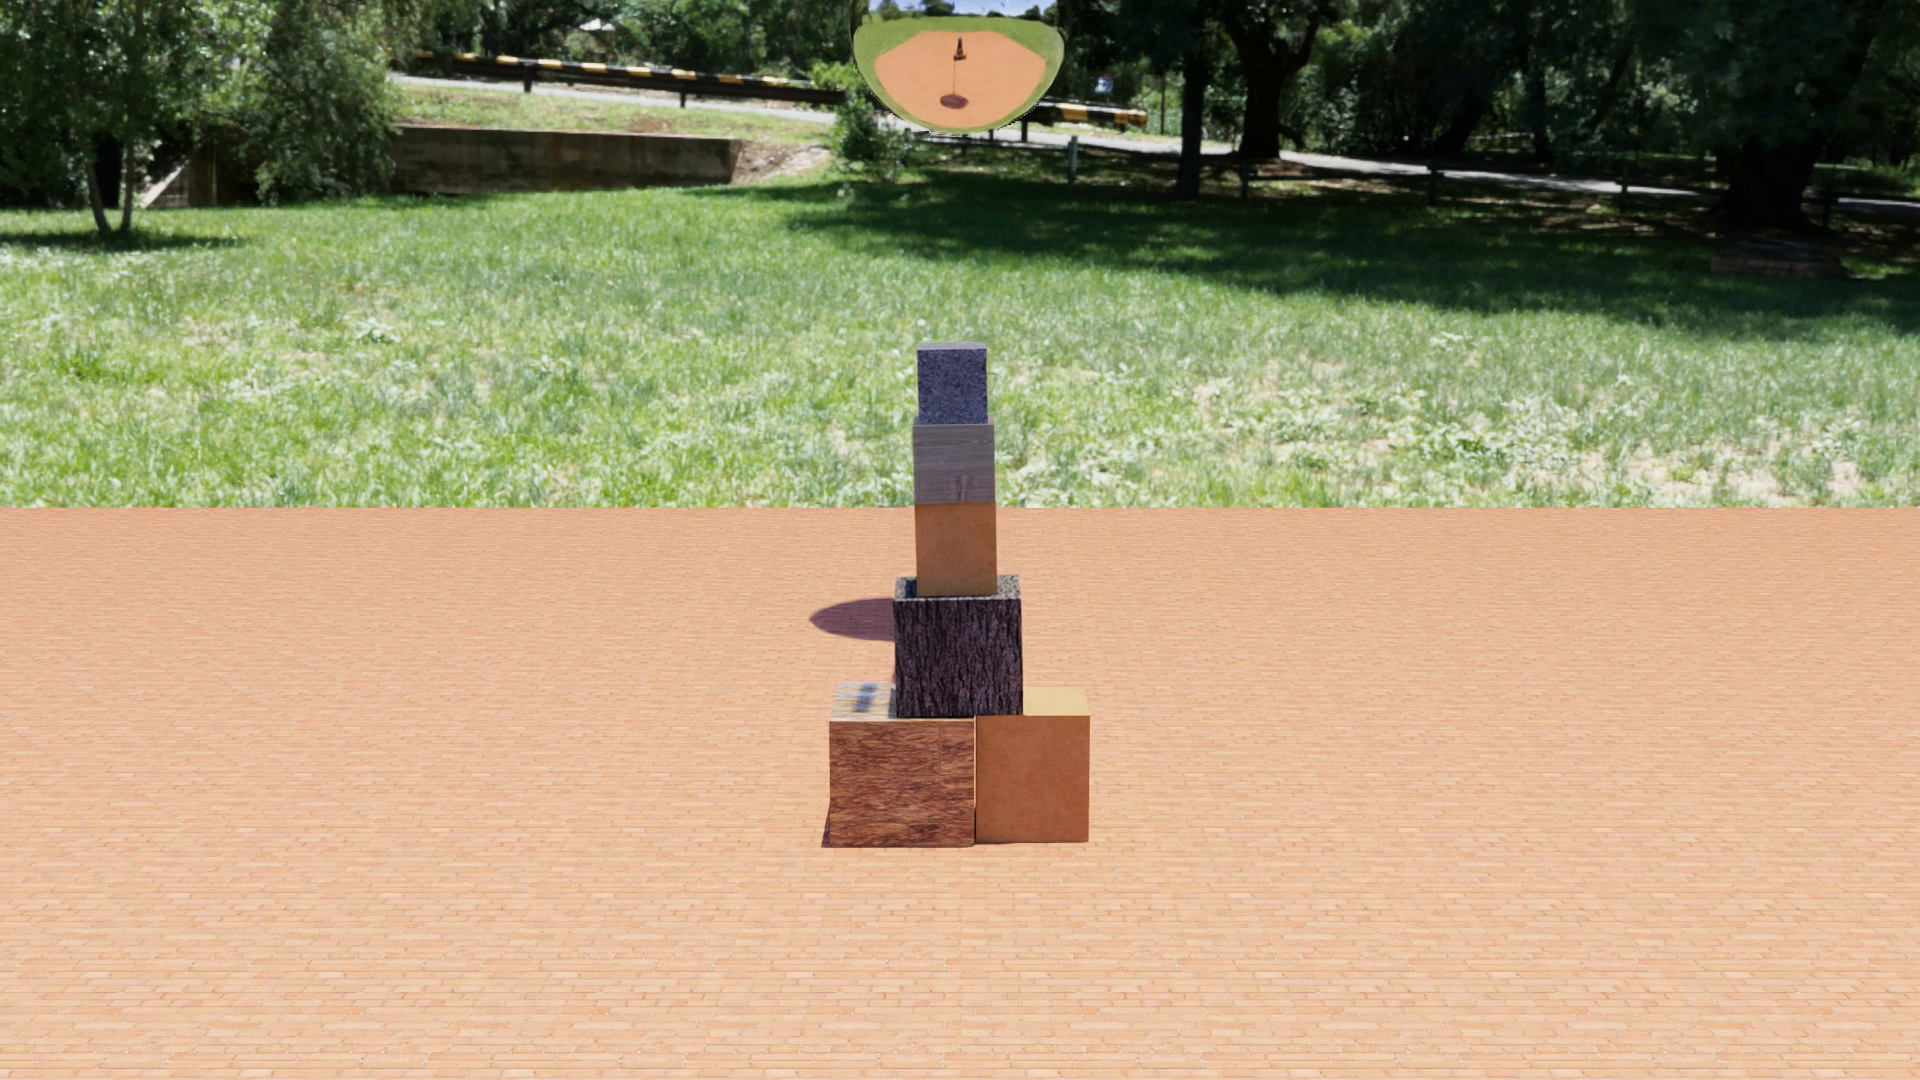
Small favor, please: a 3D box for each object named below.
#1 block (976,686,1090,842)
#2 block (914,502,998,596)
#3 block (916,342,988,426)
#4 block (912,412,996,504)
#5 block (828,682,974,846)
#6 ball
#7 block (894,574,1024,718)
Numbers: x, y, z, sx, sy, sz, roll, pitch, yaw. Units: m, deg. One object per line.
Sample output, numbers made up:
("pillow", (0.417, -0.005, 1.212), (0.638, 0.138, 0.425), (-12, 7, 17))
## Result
("block", (0.368, 1.153, 11.374), (0.571, 0.662, 0.584), (0, 10, 0))
("block", (-0.019, 0.006, 11.192), (0.406, 0.473, 0.442), (-1, 10, 0))
("block", (-0.037, -0.787, 11.020), (0.342, 0.372, 0.358), (-1, 10, 0))
("block", (-0.028, -0.416, 11.105), (0.403, 0.389, 0.464), (-1, 10, 0))
("block", (-0.291, 1.153, 11.406), (0.725, 0.651, 0.798), (0, 10, 0))
("ball", (0.000, -3.709, 15.695), (1.600, 1.600, 1.600), (0, 10, 0))
("block", (-0.007, 0.535, 11.270), (0.637, 0.595, 0.616), (-1, 10, 0))
